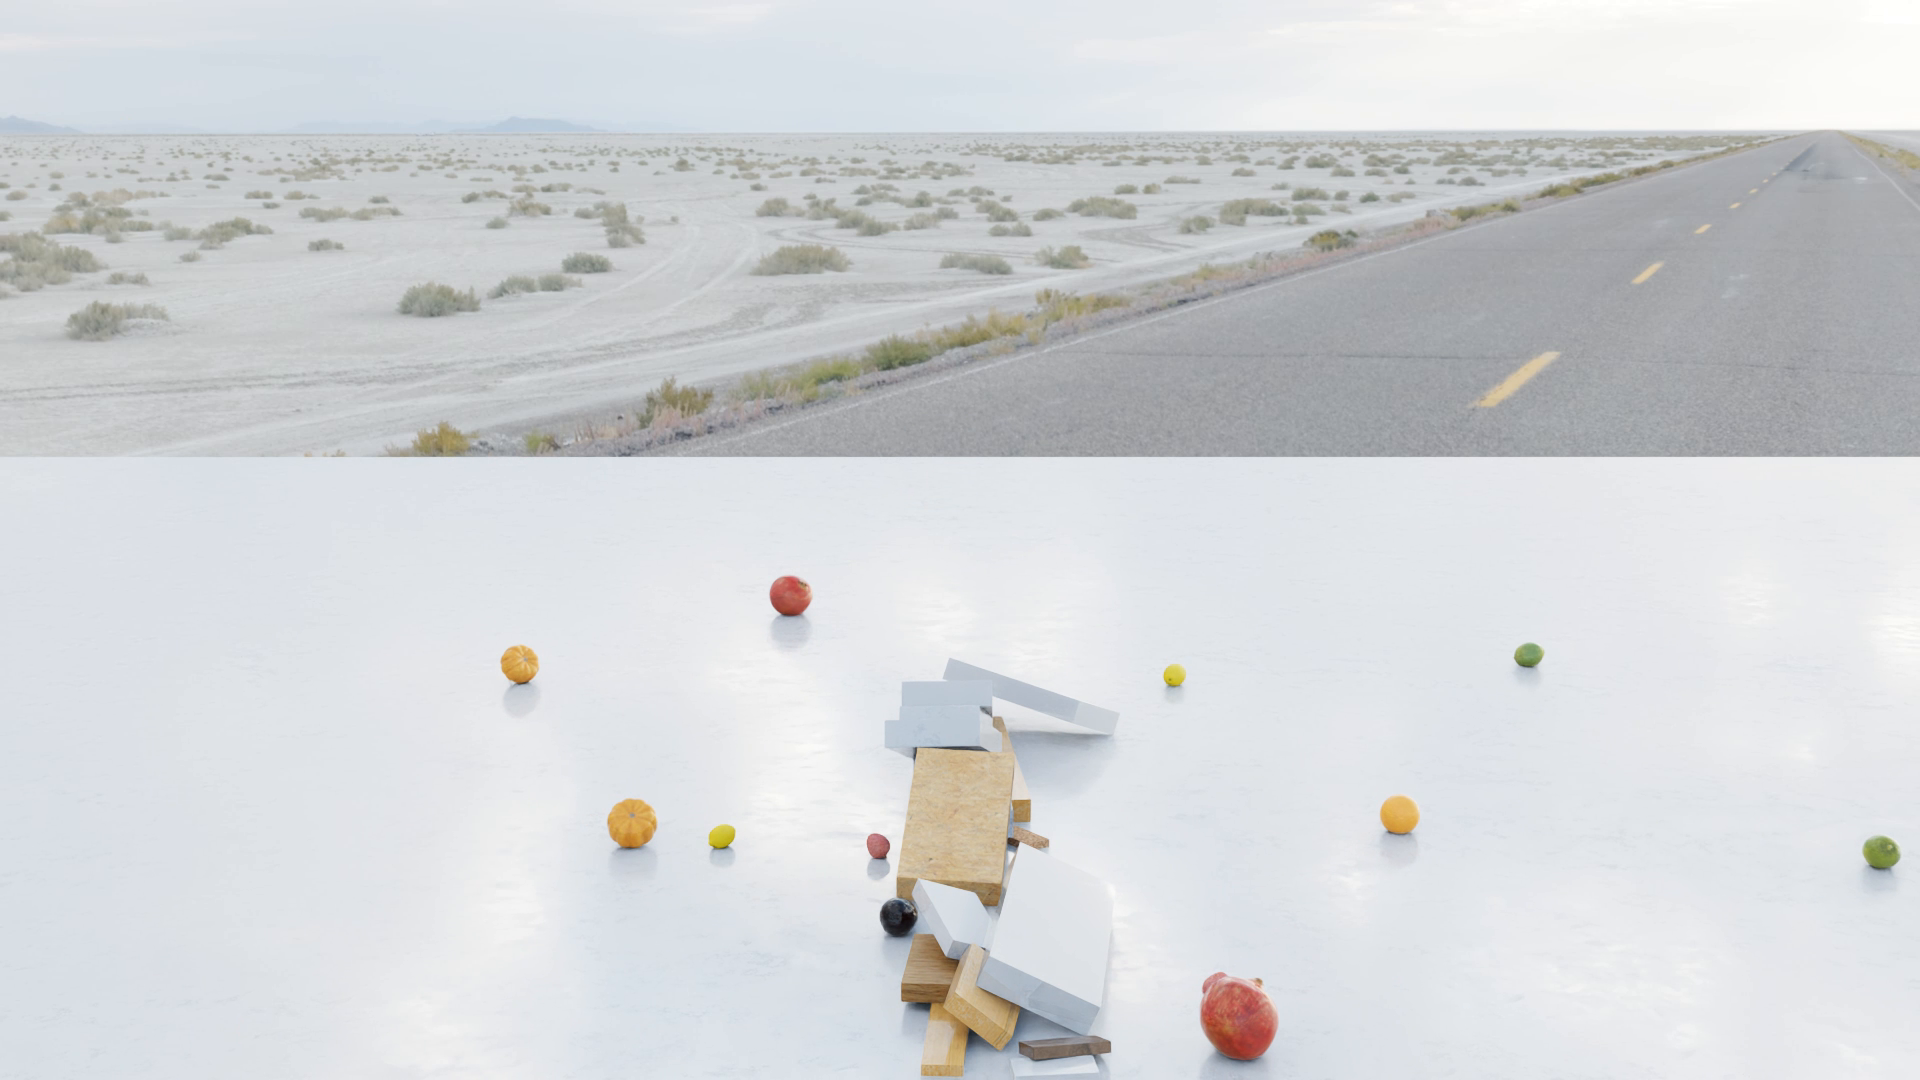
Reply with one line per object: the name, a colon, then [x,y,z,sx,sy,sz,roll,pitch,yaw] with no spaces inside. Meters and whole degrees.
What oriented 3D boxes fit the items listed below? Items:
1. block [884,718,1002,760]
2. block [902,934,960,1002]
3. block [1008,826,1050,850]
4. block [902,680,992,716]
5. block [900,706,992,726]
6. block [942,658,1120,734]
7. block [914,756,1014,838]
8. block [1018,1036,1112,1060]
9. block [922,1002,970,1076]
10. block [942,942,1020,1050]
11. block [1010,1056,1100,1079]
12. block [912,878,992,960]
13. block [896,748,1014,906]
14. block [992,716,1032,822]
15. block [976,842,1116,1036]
block: [-0.027,0.372,4.086,0.172,0.049,0.344,-2,-10,7]
block: [-0.027,0.635,3.263,0.100,0.028,0.200,1,11,4]
block: [0.110,0.534,3.933,0.049,0.014,0.098,-8,13,-36]
block: [-0.022,0.319,4.327,0.171,0.049,0.343,-1,-9,1]
block: [-0.024,0.358,4.281,0.152,0.043,0.304,-1,-10,5]
block: [0.150,0.331,4.664,0.343,0.049,0.171,16,-3,35]
block: [0.002,0.462,3.987,0.172,0.049,0.344,0,11,-1]
block: [0.144,0.694,3.010,0.113,0.016,0.057,0,-4,-19]
block: [-0.015,0.683,3.126,0.057,0.016,0.342,1,11,3]
block: [0.037,0.647,3.129,0.100,0.028,0.200,38,12,0]
block: [0.127,0.714,2.957,0.113,0.016,0.057,-1,11,-6]
block: [0.002,0.581,3.330,0.100,0.028,0.200,18,12,-21]
block: [-0.004,0.484,3.746,0.172,0.049,0.344,3,33,4]
block: [0.033,0.446,4.328,0.152,0.043,0.585,-1,11,-4]
block: [0.138,0.594,3.334,0.171,0.049,0.507,25,12,2]
